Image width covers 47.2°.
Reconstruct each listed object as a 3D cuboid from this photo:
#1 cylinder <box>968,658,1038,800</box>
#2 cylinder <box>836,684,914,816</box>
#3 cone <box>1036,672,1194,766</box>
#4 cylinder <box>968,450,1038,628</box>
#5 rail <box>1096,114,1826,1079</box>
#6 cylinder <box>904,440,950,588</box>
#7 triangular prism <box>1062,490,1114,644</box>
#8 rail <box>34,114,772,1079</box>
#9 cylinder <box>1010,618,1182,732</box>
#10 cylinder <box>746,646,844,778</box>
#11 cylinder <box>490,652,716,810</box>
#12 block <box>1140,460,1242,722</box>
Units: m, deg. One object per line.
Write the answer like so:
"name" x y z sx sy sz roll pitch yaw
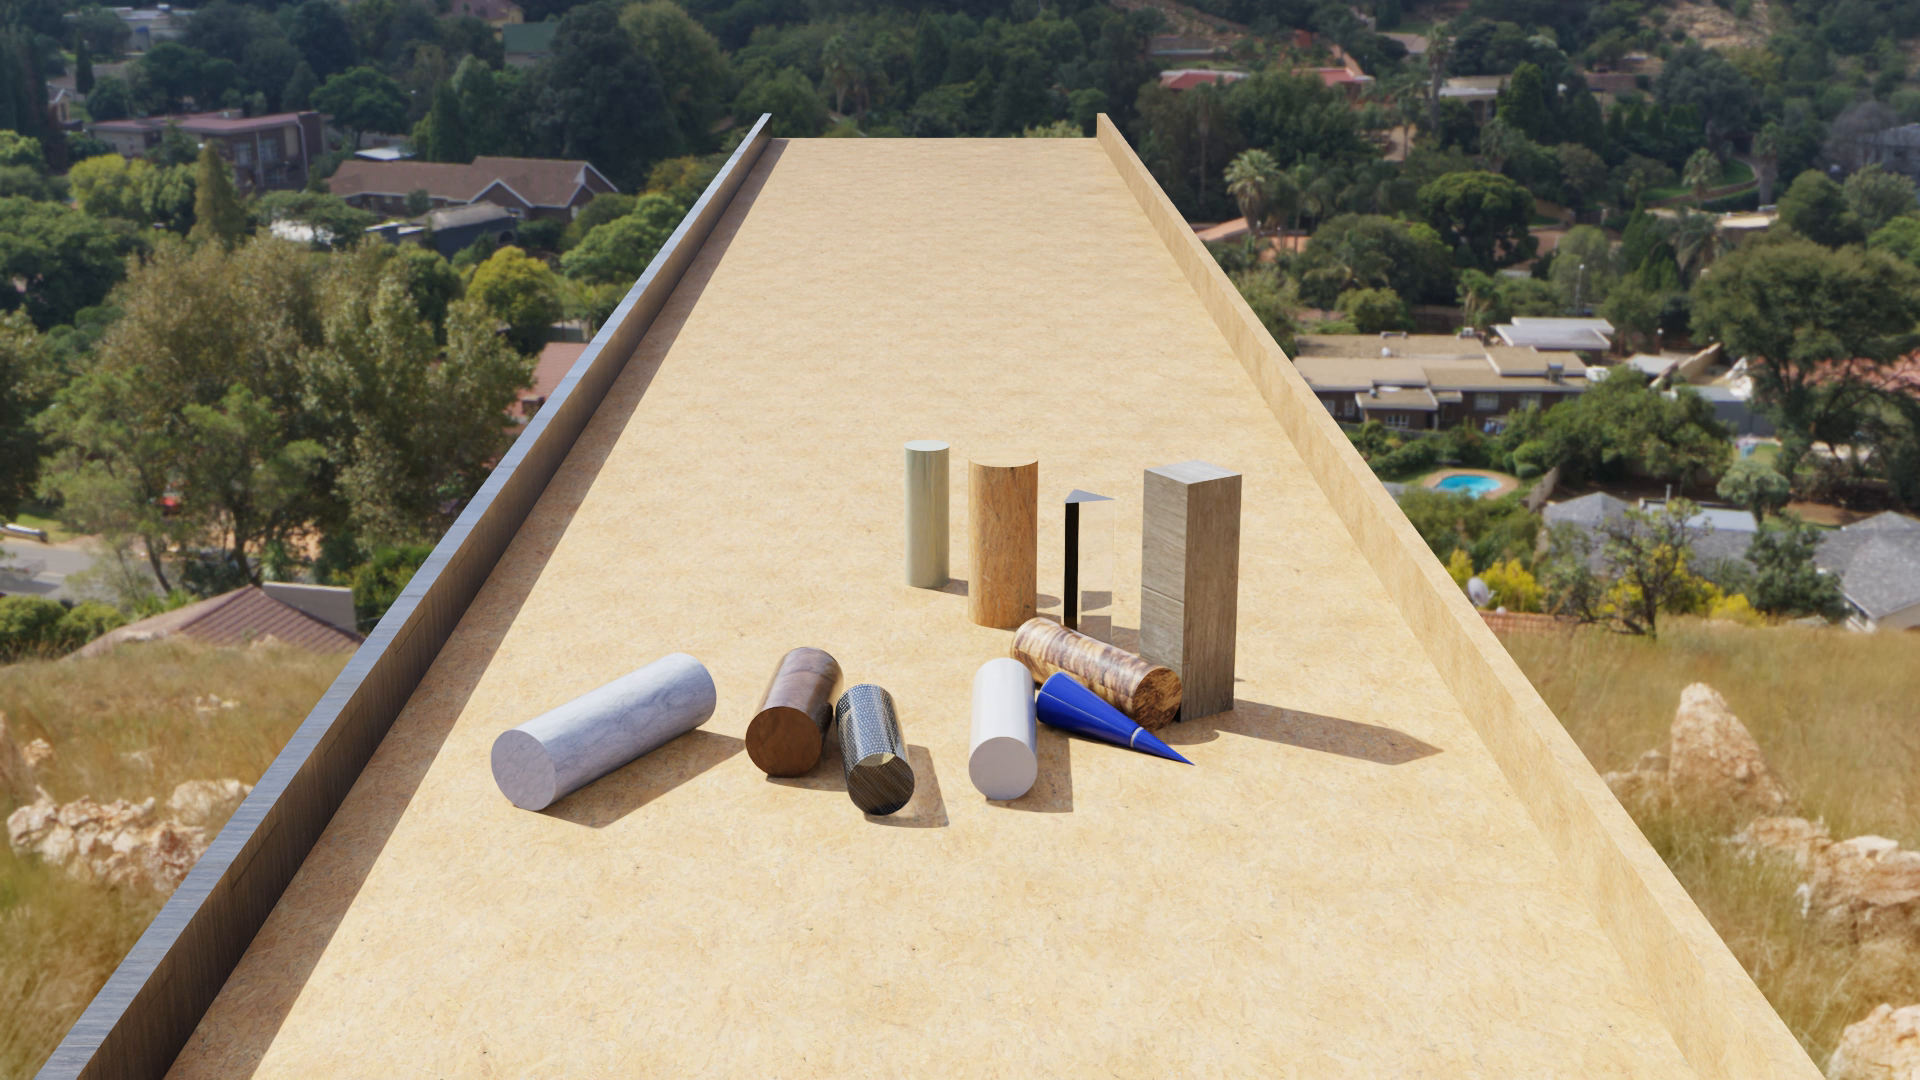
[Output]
"cylinder" 0.077 0.331 3.910 0.117 0.117 0.394 0 17 1
"cylinder" -0.150 0.360 3.819 0.113 0.113 0.331 -2 17 -6
"cone" 0.295 0.345 3.976 0.329 0.103 0.103 24 27 35
"cylinder" 0.090 -0.003 4.624 0.145 0.349 0.145 0 17 0
"rail" 0.932 -0.844 7.801 0.050 0.150 12.000 0 17 -1
"cylinder" -0.073 -0.058 4.870 0.101 0.314 0.101 0 17 0
"triangular prism" 0.244 0.068 4.425 0.105 0.327 0.091 -4 17 -14
"rail" -1.118 -0.838 7.780 0.050 0.150 12.000 0 17 -1
"cylinder" 0.253 0.251 4.169 0.122 0.122 0.361 -12 20 -35
"cylinder" -0.295 0.306 3.960 0.134 0.134 0.311 1 17 4
"cylinder" -0.619 0.330 3.863 0.144 0.144 0.446 9 19 29
"block" 0.428 0.094 4.104 0.128 0.459 0.128 -11 20 -32
